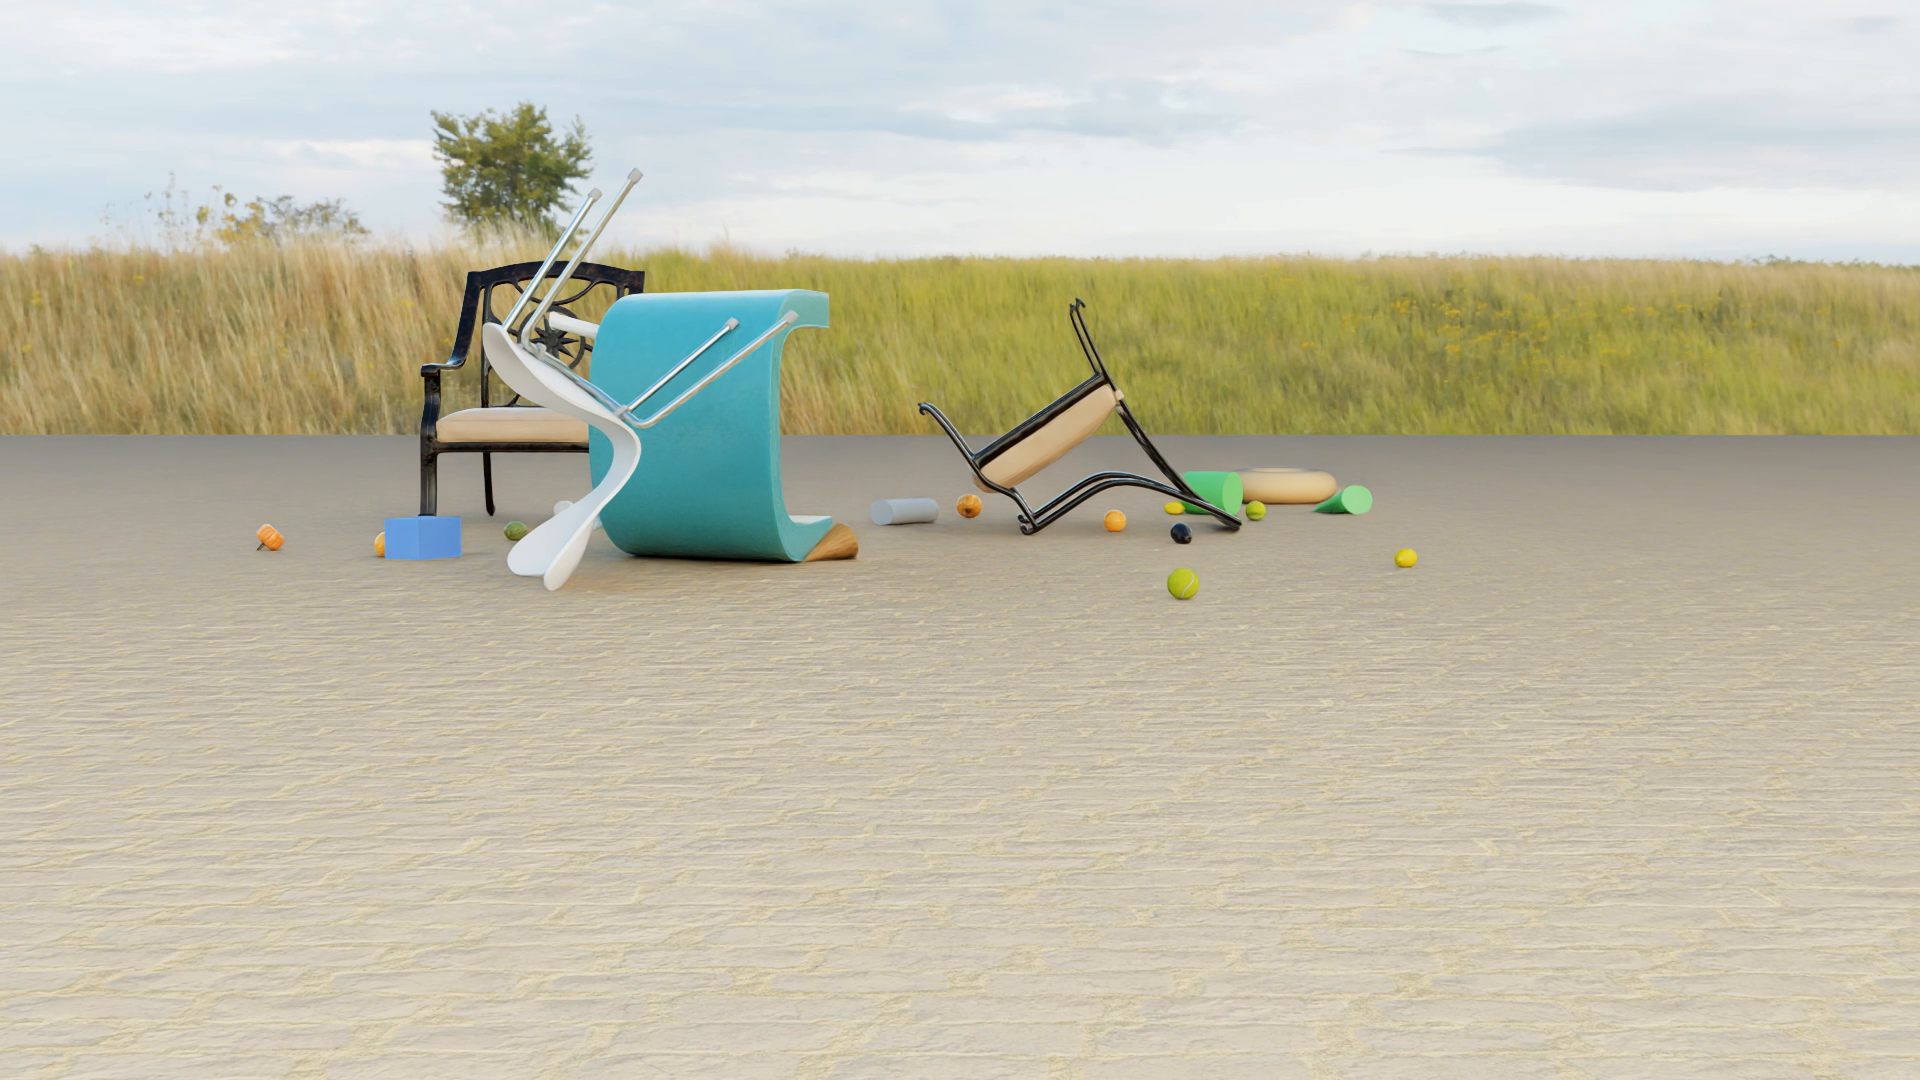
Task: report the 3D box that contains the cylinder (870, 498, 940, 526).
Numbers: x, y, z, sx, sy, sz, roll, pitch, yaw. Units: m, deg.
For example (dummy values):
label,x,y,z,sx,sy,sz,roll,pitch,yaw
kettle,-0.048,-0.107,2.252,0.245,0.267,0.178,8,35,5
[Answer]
label,x,y,z,sx,sy,sz,roll,pitch,yaw
cylinder,-0.184,-0.096,7.327,0.109,0.085,0.219,11,10,42

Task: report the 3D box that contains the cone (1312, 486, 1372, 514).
label,x,y,z,sx,sy,sz,roll,pitch,yaw
cone,1.357,-0.124,7.967,0.151,0.106,0.241,-2,-8,-33

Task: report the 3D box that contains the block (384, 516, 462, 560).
label,x,y,z,sx,sy,sz,roll,pitch,yaw
block,-1.433,-0.006,5.870,0.123,0.105,0.157,2,5,31

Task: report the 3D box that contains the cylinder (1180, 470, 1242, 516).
label,x,y,z,sx,sy,sz,roll,pitch,yaw
cylinder,0.899,-0.168,7.868,0.175,0.155,0.150,3,-3,36

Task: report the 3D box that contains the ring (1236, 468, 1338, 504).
label,x,y,z,sx,sy,sz,roll,pitch,yaw
ring,1.274,-0.216,8.761,0.443,0.129,0.514,4,6,33

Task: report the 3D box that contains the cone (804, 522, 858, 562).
label,x,y,z,sx,sy,sz,roll,pitch,yaw
cone,-0.358,0.030,5.769,0.100,0.095,0.164,35,46,27
